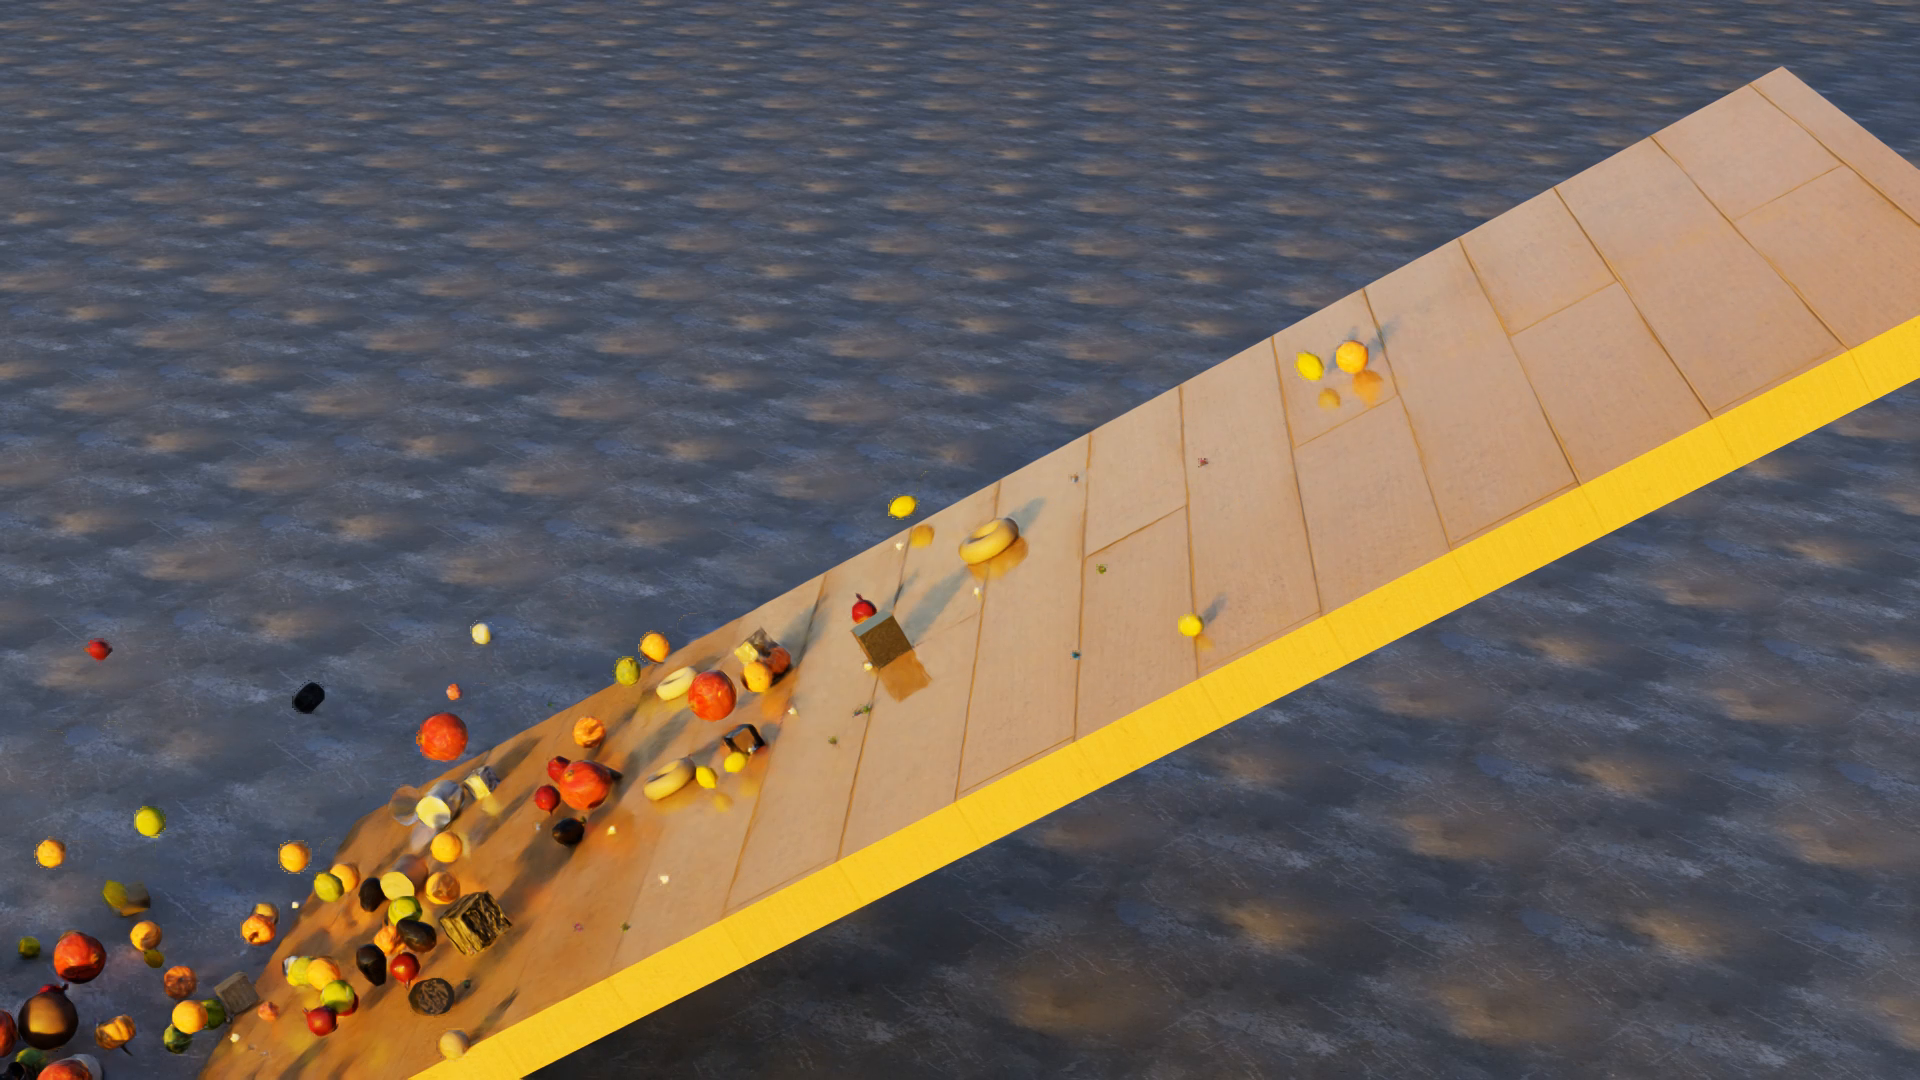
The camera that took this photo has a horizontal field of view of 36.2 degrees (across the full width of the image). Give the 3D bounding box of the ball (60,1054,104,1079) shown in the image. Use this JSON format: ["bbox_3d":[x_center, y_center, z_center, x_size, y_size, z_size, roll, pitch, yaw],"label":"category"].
[{"bbox_3d":[-1.914,1.166,6.412,0.093,0.093,0.093,0,18,0],"label":"ball"}]

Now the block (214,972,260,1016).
[{"bbox_3d":[-1.626,1.019,6.611,0.065,0.065,0.065,-35,16,-26],"label":"block"}]

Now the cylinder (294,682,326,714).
[{"bbox_3d":[-1.892,0.460,8.559,0.065,0.065,0.065,6,31,17],"label":"cylinder"}]

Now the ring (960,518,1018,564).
[{"bbox_3d":[0.065,0.002,6.697,0.148,0.049,0.148,-29,15,9],"label":"ring"}]

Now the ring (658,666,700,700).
[{"bbox_3d":[-0.675,0.343,7.053,0.113,0.038,0.113,-28,16,8],"label":"ring"}]

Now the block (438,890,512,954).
[{"bbox_3d":[-1.006,0.792,6.093,0.089,0.089,0.089,-15,21,48],"label":"block"}]

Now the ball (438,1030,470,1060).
[{"bbox_3d":[-0.952,0.949,5.533,0.056,0.056,0.056,0,18,0],"label":"ball"}]

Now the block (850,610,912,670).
[{"bbox_3d":[-0.170,0.215,6.372,0.086,0.086,0.086,-33,14,-8],"label":"block"}]

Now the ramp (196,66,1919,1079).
[{"bbox_3d":[0.142,0.167,6.284,4.000,0.100,2.000,-28,15,12],"label":"ramp"}]

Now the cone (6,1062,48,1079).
[{"bbox_3d":[-2.026,1.176,6.427,0.083,0.083,0.083,17,10,41],"label":"cone"}]

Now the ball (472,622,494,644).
[{"bbox_3d":[-1.478,0.288,9.112,0.068,0.068,0.068,0,18,0],"label":"ball"}]

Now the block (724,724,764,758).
[{"bbox_3d":[-0.463,0.430,6.300,0.053,0.053,0.053,-38,16,-26],"label":"block"}]

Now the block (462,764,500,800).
[{"bbox_3d":[-1.166,0.590,7.166,0.055,0.055,0.055,-23,16,28],"label":"block"}]

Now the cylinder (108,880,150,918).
[{"bbox_3d":[-2.057,0.889,7.276,0.076,0.076,0.076,-16,24,-39],"label":"cylinder"}]

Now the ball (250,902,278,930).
[{"bbox_3d":[-1.680,0.909,7.110,0.066,0.066,0.066,0,18,0],"label":"ball"}]

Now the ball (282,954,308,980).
[{"bbox_3d":[-1.486,0.956,6.572,0.056,0.056,0.056,0,18,0],"label":"ball"}]

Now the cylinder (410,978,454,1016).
[{"bbox_3d":[-1.041,0.901,5.797,0.072,0.072,0.072,-10,-6,-27],"label":"cylinder"}]

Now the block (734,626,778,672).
[{"bbox_3d":[-0.475,0.255,6.864,0.063,0.063,0.063,-41,3,44],"label":"block"}]

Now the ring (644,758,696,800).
[{"bbox_3d":[-0.628,0.516,6.364,0.126,0.042,0.126,-30,13,8],"label":"ring"}]

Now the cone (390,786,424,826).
[{"bbox_3d":[-1.334,0.654,7.210,0.096,0.096,0.096,-14,6,-35],"label":"cone"}]
